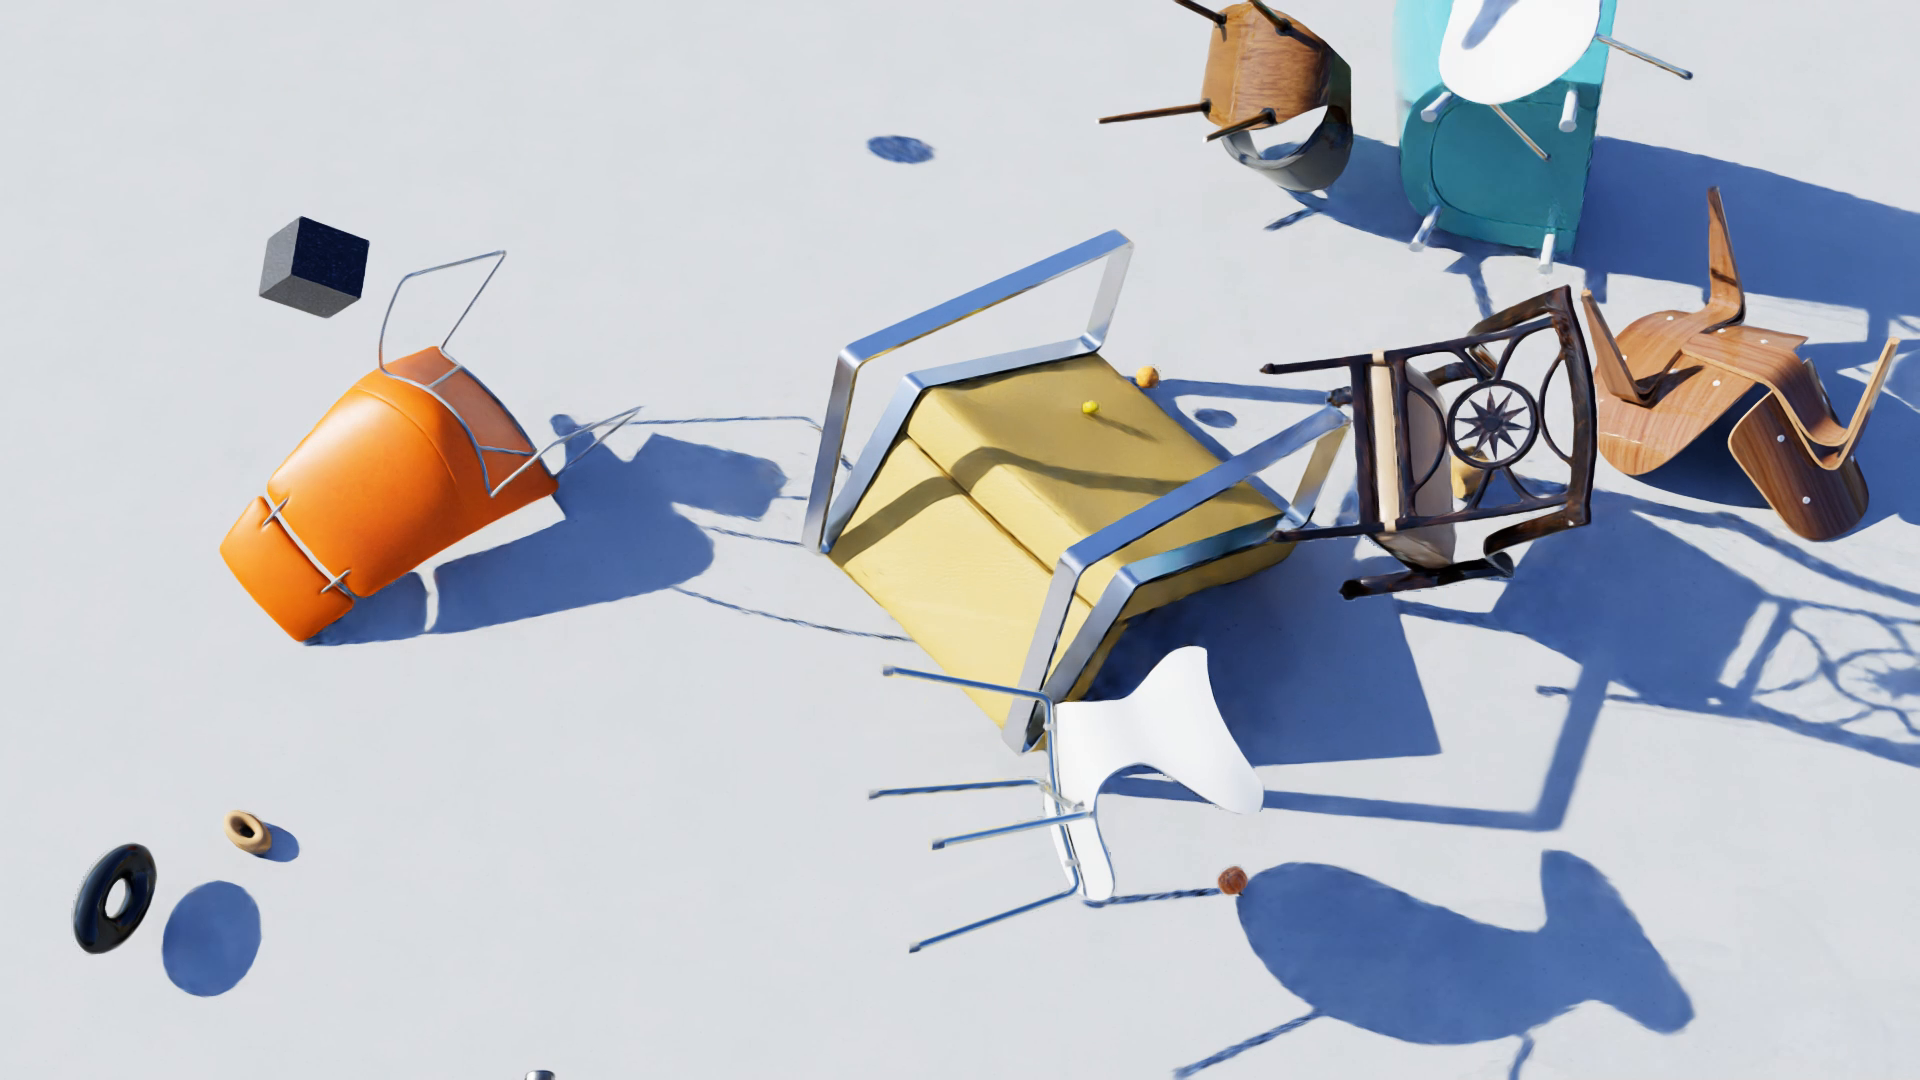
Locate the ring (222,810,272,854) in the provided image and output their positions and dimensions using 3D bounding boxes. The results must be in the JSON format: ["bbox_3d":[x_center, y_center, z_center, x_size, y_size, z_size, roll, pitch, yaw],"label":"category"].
[{"bbox_3d":[-1.945,0.798,5.999,0.161,0.060,0.091,33,59,16],"label":"ring"}]

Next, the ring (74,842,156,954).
[{"bbox_3d":[-2.216,0.940,5.772,0.074,0.200,0.326,-9,44,27],"label":"ring"}]

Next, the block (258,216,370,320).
[{"bbox_3d":[-1.843,-0.775,6.275,0.212,0.213,0.181,18,66,-38],"label":"block"}]

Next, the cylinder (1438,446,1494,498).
[{"bbox_3d":[1.527,-0.207,6.643,0.109,0.117,0.136,-25,55,-16],"label":"cylinder"}]
